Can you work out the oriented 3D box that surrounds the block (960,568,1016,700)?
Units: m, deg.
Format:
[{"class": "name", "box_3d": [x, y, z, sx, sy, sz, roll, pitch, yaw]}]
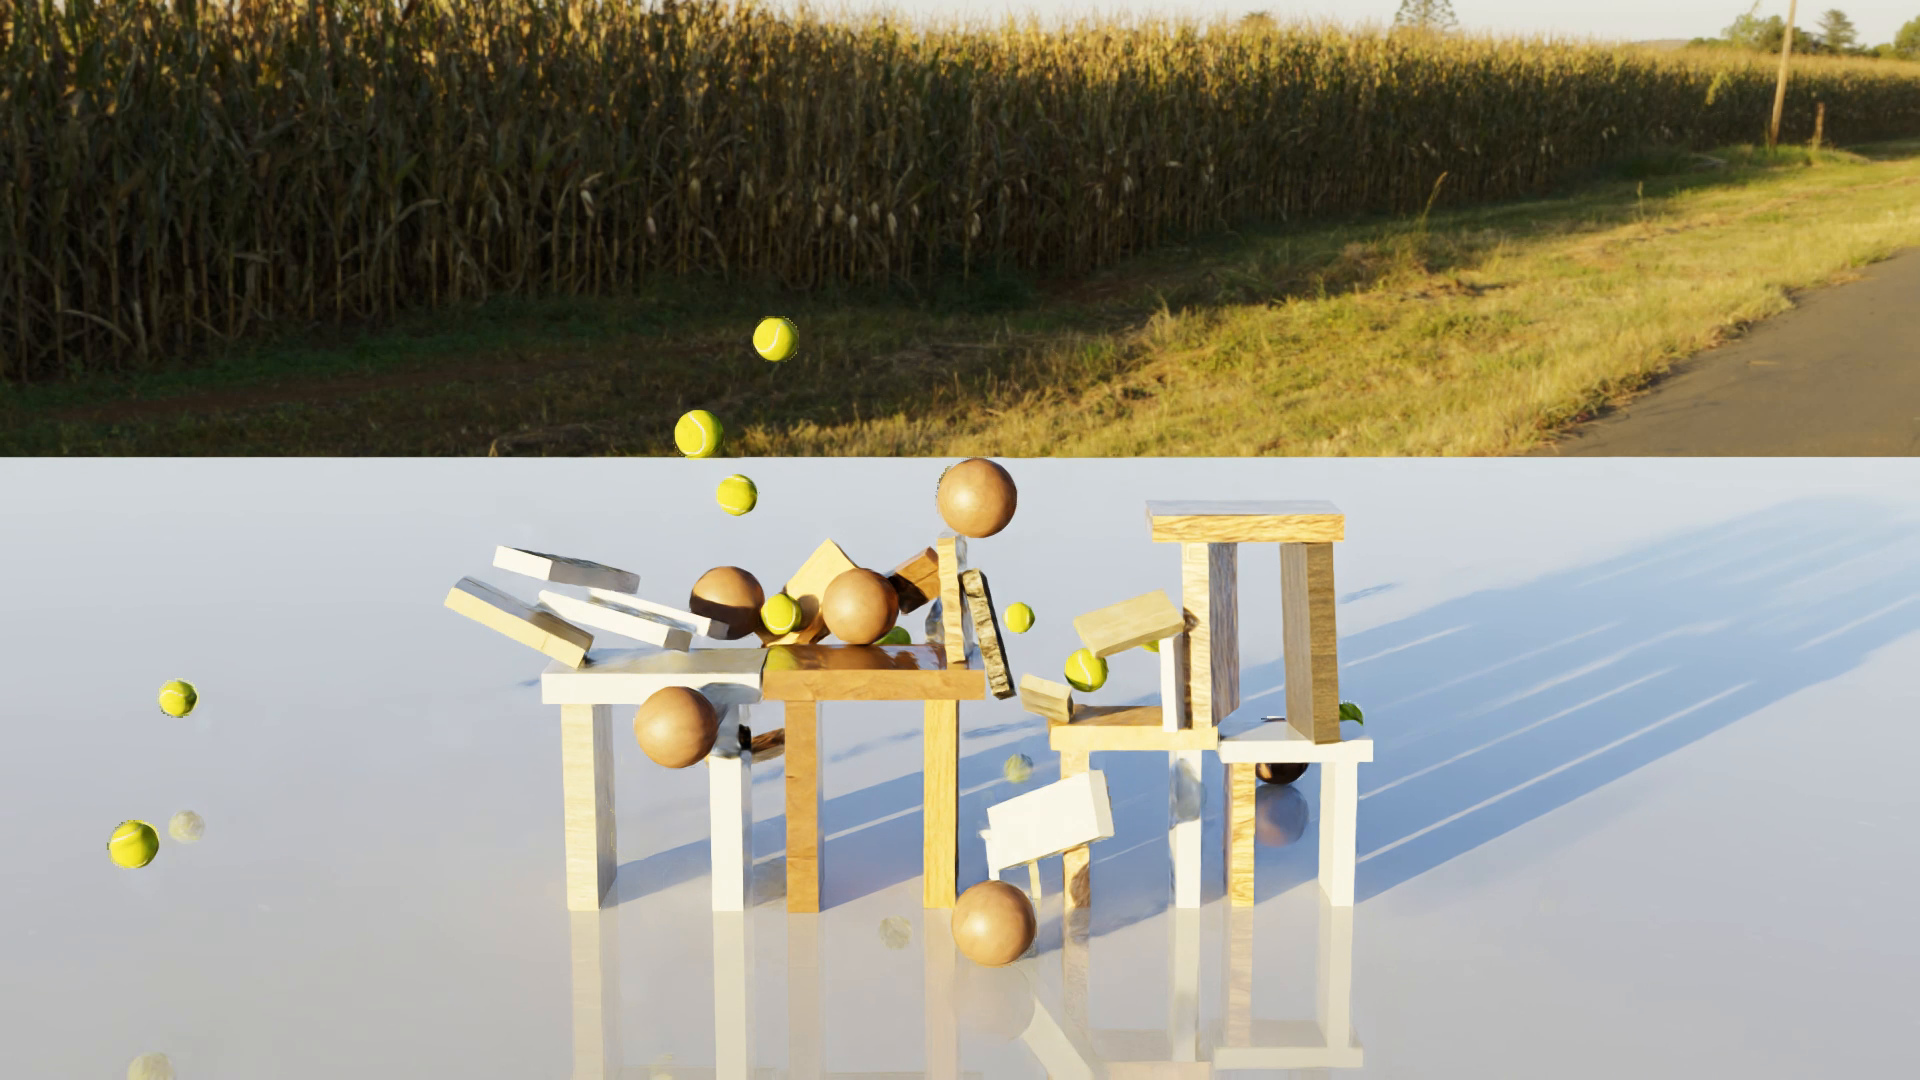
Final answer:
[{"class": "block", "box_3d": [0.047, 0.153, 3.570, 0.029, 0.203, 0.102, -15, -11, 5]}]

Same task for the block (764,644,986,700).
[{"class": "block", "box_3d": [-0.138, 0.216, 3.601, 0.355, 0.050, 0.177, 0, 11, -1]}]

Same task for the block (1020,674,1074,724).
[{"class": "block", "box_3d": [0.138, 0.253, 3.498, 0.078, 0.022, 0.156, 16, -16, 9]}]

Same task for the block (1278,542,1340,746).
[{"class": "block", "box_3d": [0.567, 0.153, 3.573, 0.043, 0.329, 0.152, -6, 11, -8]}]

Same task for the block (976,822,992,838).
[{"class": "block", "box_3d": [0.079, 0.481, 3.651, 0.101, 0.014, 0.050, 1, 8, 3]}]

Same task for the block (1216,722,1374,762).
[{"class": "block", "box_3d": [0.544, 0.331, 3.617, 0.246, 0.035, 0.123, 0, 10, -2]}]

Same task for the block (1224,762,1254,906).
[{"class": "block", "box_3d": [0.462, 0.469, 3.647, 0.035, 0.246, 0.123, -1, 10, 0]}]

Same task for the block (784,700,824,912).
[{"class": "block", "box_3d": [-0.256, 0.416, 3.633, 0.050, 0.355, 0.177, 0, 10, 0]}]

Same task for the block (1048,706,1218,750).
[{"class": "block", "box_3d": [0.281, 0.307, 3.615, 0.268, 0.038, 0.134, 0, 11, 0]}]

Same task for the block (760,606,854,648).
[{"class": "block", "box_3d": [-0.267, 0.160, 3.860, 0.154, 0.022, 0.077, -34, 24, -35]}]

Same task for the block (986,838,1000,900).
[{"class": "block", "box_3d": [0.055, 0.540, 3.658, 0.014, 0.101, 0.050, -6, 10, 1]}]

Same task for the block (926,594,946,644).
[{"class": "block", "box_3d": [-0.033, 0.139, 3.854, 0.022, 0.077, 0.154, 25, -23, 10]}]

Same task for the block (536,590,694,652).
[{"class": "block", "box_3d": [-0.570, 0.134, 3.632, 0.233, 0.033, 0.117, 15, -4, 15]}]

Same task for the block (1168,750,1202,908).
[{"class": "block", "box_3d": [0.372, 0.458, 3.643, 0.038, 0.268, 0.134, -1, 11, 0]}]

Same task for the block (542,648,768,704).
[{"class": "block", "box_3d": [-0.495, 0.222, 3.606, 0.348, 0.049, 0.174, 0, 11, 0]}]

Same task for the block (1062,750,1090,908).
[{"class": "block", "box_3d": [0.191, 0.458, 3.643, 0.038, 0.268, 0.134, -1, 11, 0]}]

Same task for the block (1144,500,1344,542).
[{"class": "block", "box_3d": [0.455, -0.031, 3.547, 0.303, 0.043, 0.152, 0, 10, 0]}]

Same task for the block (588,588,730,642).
[{"class": "block", "box_3d": [-0.502, 0.123, 3.668, 0.213, 0.029, 0.103, 15, -4, 13]}]

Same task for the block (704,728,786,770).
[{"class": "block", "box_3d": [-0.367, 0.384, 4.065, 0.206, 0.029, 0.103, -17, -14, -5]}]

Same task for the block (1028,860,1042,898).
[{"class": "block", "box_3d": [0.122, 0.539, 3.659, 0.014, 0.101, 0.050, -7, 8, 1]}]

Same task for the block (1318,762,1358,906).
[{"class": "block", "box_3d": [0.626, 0.469, 3.647, 0.035, 0.246, 0.123, 0, 10, -1]}]

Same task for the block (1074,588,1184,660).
[{"class": "block", "box_3d": [0.268, 0.133, 3.481, 0.156, 0.022, 0.078, -17, 48, -17]}]

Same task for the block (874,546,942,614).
[{"class": "block", "box_3d": [-0.071, 0.069, 3.702, 0.154, 0.077, 0.022, -31, 24, 47]}]

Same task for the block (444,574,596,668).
[{"class": "block", "box_3d": [-0.715, 0.132, 3.583, 0.233, 0.033, 0.117, 26, 7, -5]}]

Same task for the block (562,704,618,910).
[{"class": "block", "box_3d": [-0.613, 0.418, 3.643, 0.049, 0.348, 0.174, 0, 11, 2]}]

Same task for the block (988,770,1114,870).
[{"class": "block", "box_3d": [0.141, 0.446, 3.489, 0.029, 0.102, 0.302, -1, -17, -31]}]

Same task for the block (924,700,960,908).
[{"class": "block", "box_3d": [-0.030, 0.413, 3.652, 0.050, 0.355, 0.177, 1, 11, 2]}]

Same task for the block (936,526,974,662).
[{"class": "block", "box_3d": [-0.007, 0.087, 3.592, 0.029, 0.203, 0.102, -3, 9, 10]}]

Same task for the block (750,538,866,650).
[{"class": "block", "box_3d": [-0.262, 0.106, 3.779, 0.029, 0.206, 0.103, 36, 7, -48]}]

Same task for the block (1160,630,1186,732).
[{"class": "block", "box_3d": [0.348, 0.223, 3.532, 0.022, 0.156, 0.078, 2, 13, 25]}]

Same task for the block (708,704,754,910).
[{"class": "block", "box_3d": [-0.378, 0.418, 3.642, 0.049, 0.348, 0.174, 0, 11, 0]}]

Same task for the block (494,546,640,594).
[{"class": "block", "box_3d": [-0.646, 0.050, 3.627, 0.117, 0.033, 0.233, 14, 0, 30]}]

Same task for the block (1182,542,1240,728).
[{"class": "block", "box_3d": [0.409, 0.140, 3.580, 0.043, 0.303, 0.152, 2, 10, 25]}]
